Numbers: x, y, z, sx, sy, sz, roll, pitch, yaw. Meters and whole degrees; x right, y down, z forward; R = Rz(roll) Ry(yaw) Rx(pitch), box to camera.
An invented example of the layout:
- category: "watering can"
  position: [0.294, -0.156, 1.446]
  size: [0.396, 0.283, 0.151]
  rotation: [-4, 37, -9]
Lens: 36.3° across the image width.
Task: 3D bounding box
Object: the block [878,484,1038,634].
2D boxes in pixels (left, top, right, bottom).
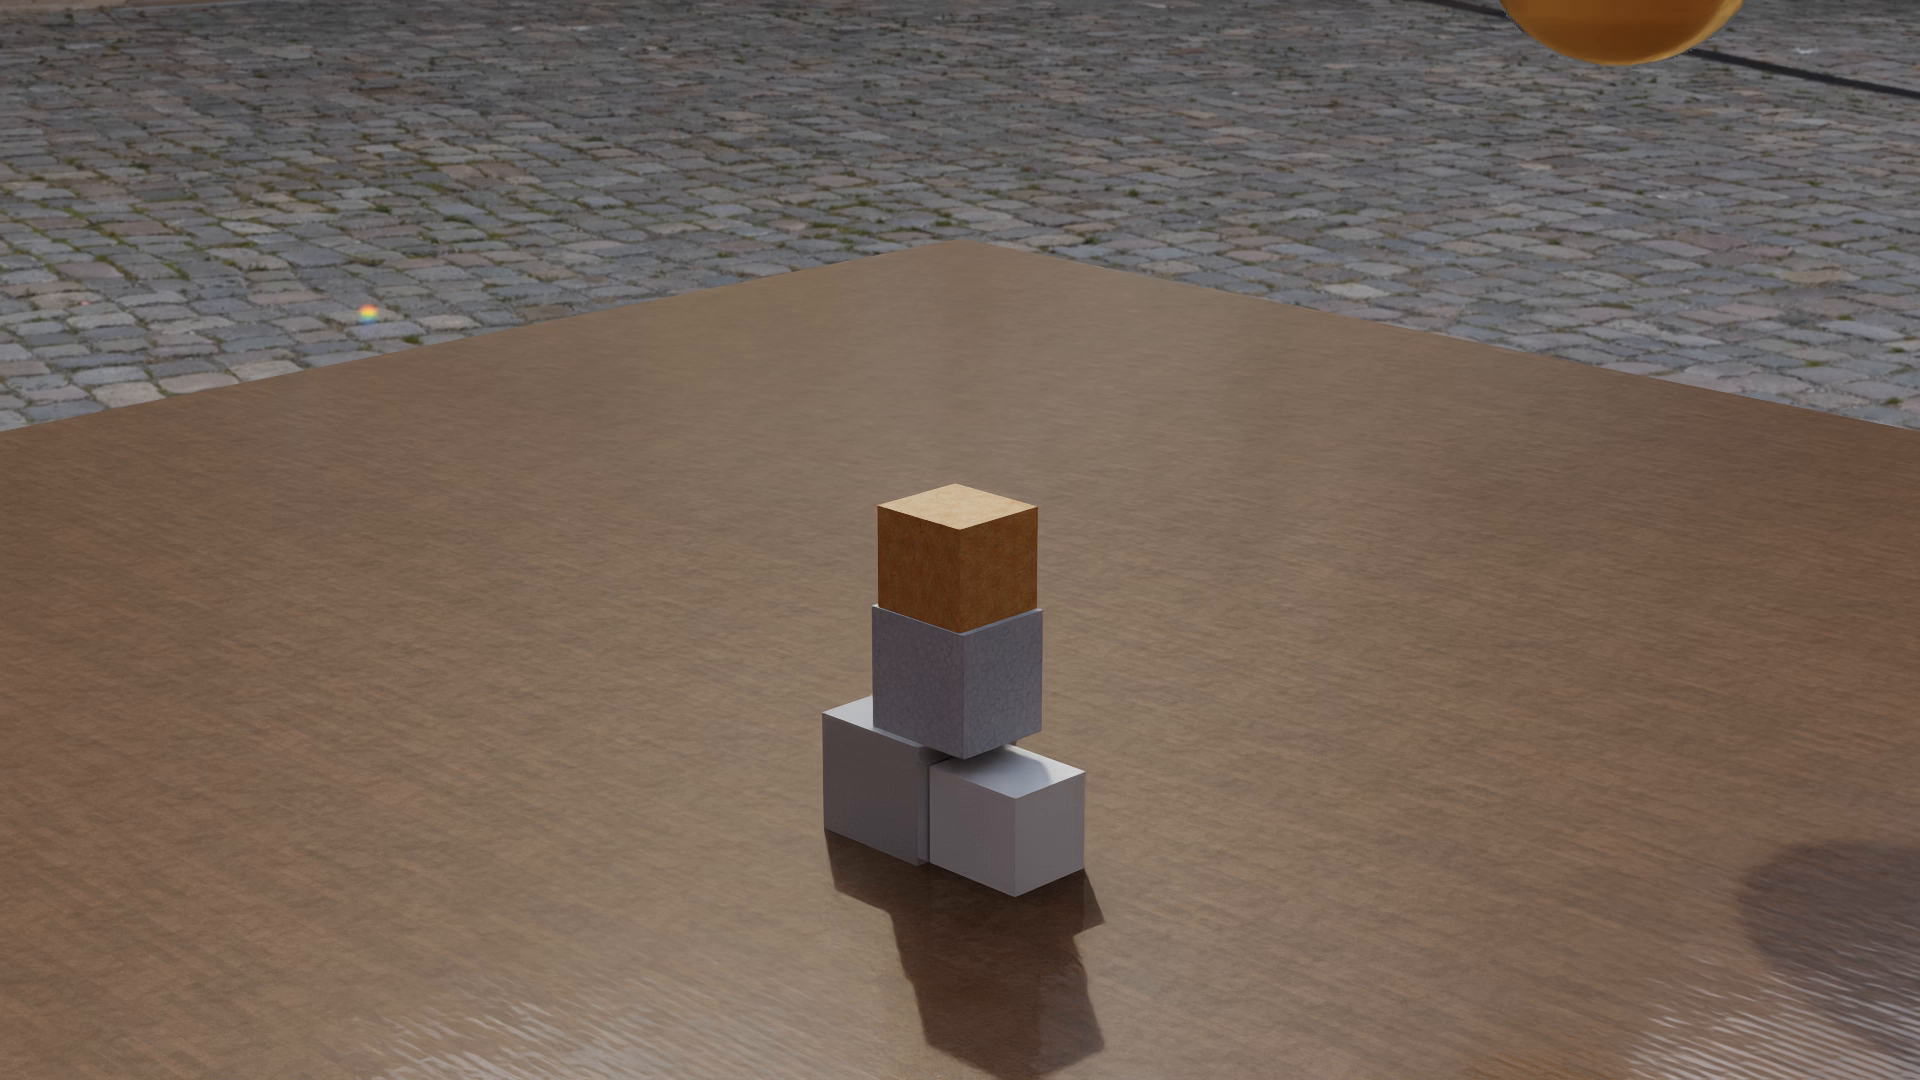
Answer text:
- category: "block"
  position: [-0.011, 0.078, 13.354]
  size: [0.500, 0.486, 0.528]
  rotation: [-17, 24, -42]

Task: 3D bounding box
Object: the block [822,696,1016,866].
- category: "block"
  position: [-0.191, 1.090, 13.897]
  size: [0.655, 0.587, 0.641]
  rotation: [-17, 24, -42]

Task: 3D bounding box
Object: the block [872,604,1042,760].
- category: "block"
  position: [-0.013, 0.592, 13.514]
  size: [0.513, 0.592, 0.595]
  rotation: [-17, 24, -42]

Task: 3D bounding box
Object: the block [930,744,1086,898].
- category: "block"
  position: [0.217, 1.276, 13.487]
  size: [0.460, 0.479, 0.548]
  rotation: [-17, 24, -42]

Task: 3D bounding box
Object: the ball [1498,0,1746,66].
- category: "ball"
  position: [3.645, -3.410, 16.091]
  size: [1.600, 1.600, 1.600]
  rotation: [0, 17, 0]
